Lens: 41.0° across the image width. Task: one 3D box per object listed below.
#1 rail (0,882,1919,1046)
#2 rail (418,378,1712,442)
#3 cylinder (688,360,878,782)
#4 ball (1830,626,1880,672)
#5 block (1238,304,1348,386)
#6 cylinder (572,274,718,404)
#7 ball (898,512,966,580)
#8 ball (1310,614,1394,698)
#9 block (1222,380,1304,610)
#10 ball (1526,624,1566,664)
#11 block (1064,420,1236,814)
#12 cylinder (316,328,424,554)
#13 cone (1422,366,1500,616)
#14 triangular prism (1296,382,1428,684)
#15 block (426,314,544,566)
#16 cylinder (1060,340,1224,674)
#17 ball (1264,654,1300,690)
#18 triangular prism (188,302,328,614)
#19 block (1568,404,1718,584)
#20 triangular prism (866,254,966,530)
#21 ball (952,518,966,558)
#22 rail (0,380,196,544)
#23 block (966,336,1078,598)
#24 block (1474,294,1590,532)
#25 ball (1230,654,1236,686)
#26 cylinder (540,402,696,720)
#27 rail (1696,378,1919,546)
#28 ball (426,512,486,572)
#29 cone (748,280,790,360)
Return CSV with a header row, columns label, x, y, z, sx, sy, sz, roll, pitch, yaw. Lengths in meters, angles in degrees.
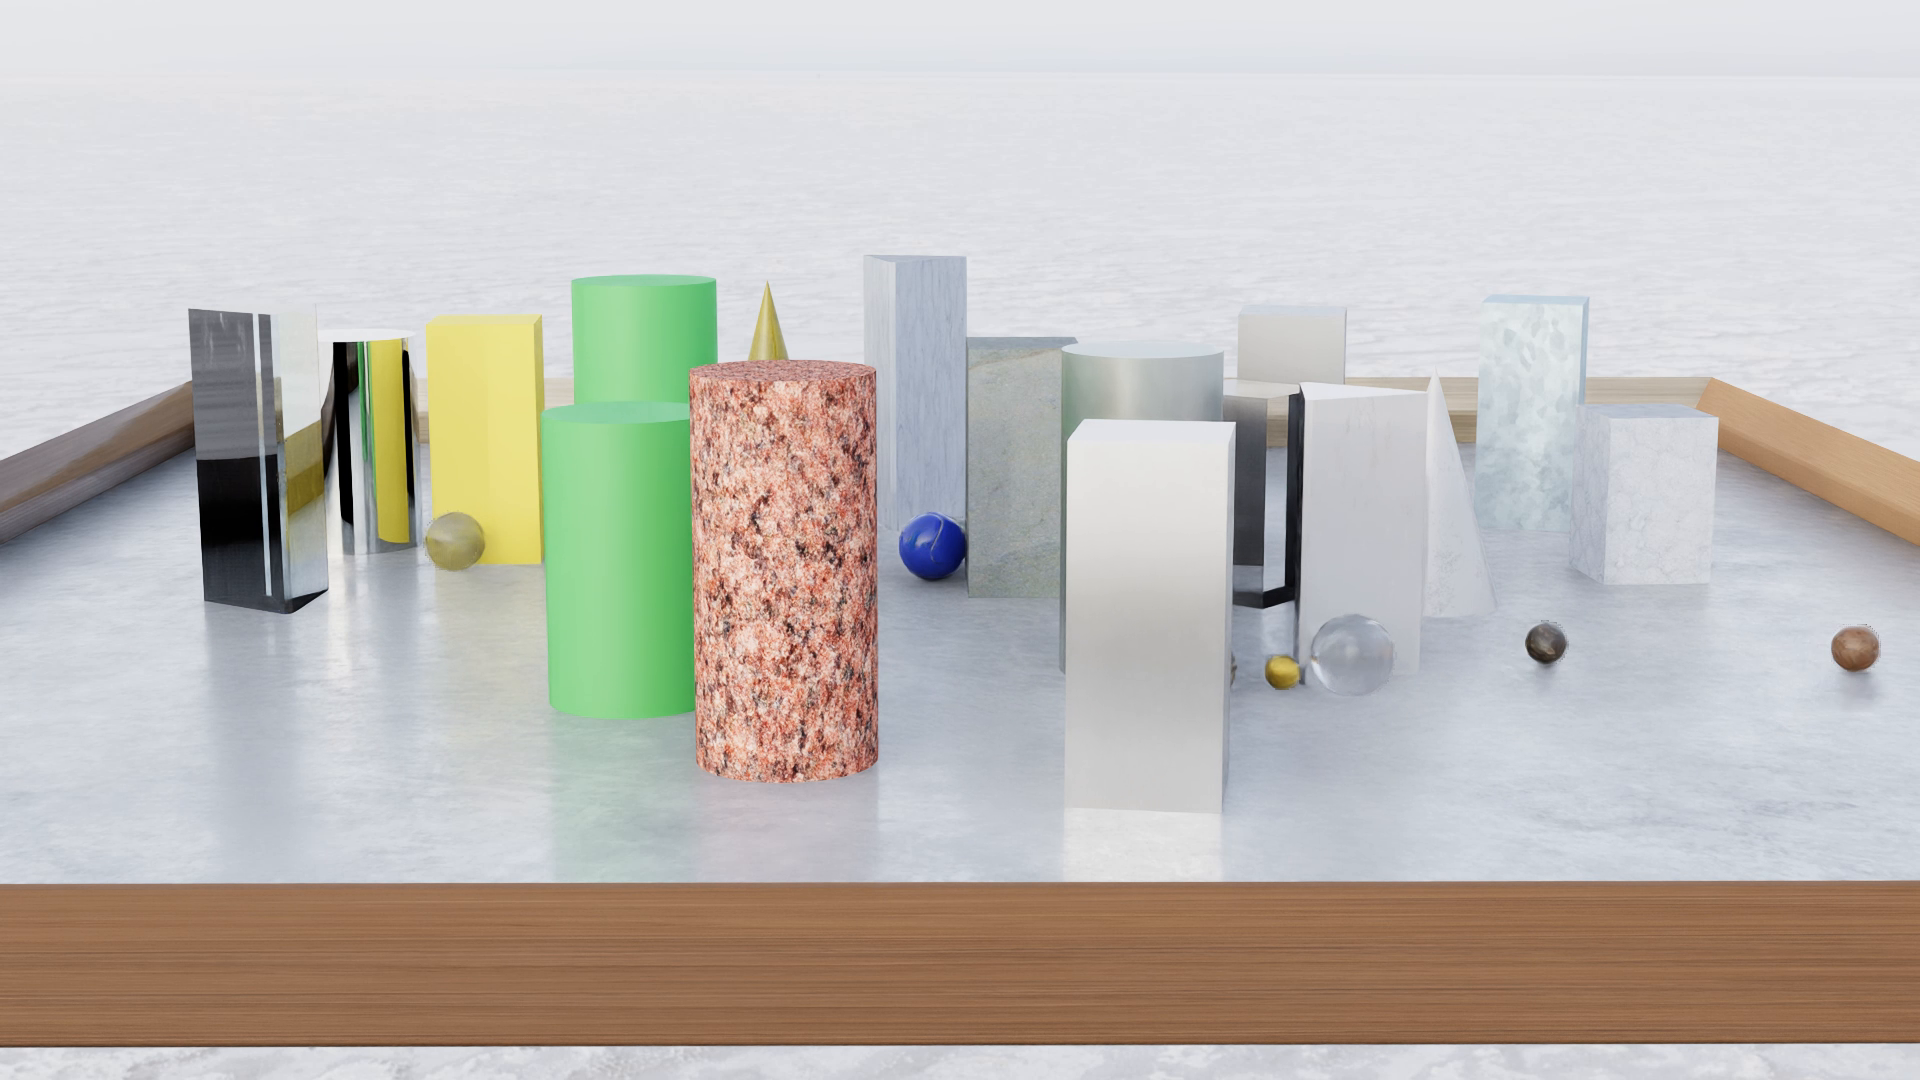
label,x,y,z,sx,sy,sz,roll,pitch,yaw
rail,0.009,0.313,1.938,2.940,0.126,0.045,0,11,0
rail,-0.009,-0.248,4.960,2.940,0.126,0.045,0,11,0
cylinder,-0.183,0.028,2.689,0.193,0.414,0.193,0,11,0
ball,1.086,0.131,3.112,0.056,0.056,0.056,0,11,0
block,0.498,-0.164,3.861,0.155,0.363,0.155,2,11,9
cylinder,-0.423,-0.132,3.476,0.193,0.440,0.193,0,11,0
ball,-0.040,0.008,3.664,0.097,0.097,0.097,0,11,0
ball,0.456,0.134,2.985,0.097,0.097,0.097,0,11,0
block,0.397,-0.067,3.549,0.155,0.287,0.155,8,13,38
ball,0.720,0.127,3.154,0.050,0.050,0.050,0,11,0
block,0.192,0.073,2.575,0.155,0.367,0.155,2,11,8
cylinder,-0.923,-0.153,3.917,0.193,0.321,0.193,0,11,0
cone,0.641,-0.076,3.488,0.193,0.326,0.193,0,11,0
triangular prism,0.452,-0.014,3.115,0.168,0.341,0.145,-5,12,-24
block,-0.702,-0.152,3.823,0.155,0.354,0.155,-1,11,-4
cylinder,0.218,-0.036,3.095,0.193,0.391,0.193,0,11,0
ball,0.379,0.155,3.024,0.041,0.041,0.041,0,11,0
triangular prism,-0.929,-0.118,3.506,0.168,0.402,0.145,7,13,33
block,0.981,-0.068,3.691,0.155,0.237,0.155,-1,11,-5
triangular prism,-0.100,-0.242,4.120,0.145,0.423,0.168,10,14,43
ball,-0.010,0.000,3.796,0.066,0.066,0.066,0,11,0
rail,-1.446,0.034,3.441,0.045,0.126,3.121,0,11,0
block,0.087,-0.104,3.587,0.155,0.345,0.155,0,11,-1
block,0.913,-0.205,4.100,0.155,0.358,0.155,3,11,17
ball,0.282,0.148,2.969,0.076,0.076,0.076,0,11,0
cylinder,-0.380,0.019,2.952,0.193,0.335,0.193,0,11,0
rail,1.446,0.031,3.457,0.045,0.126,3.121,0,11,0
ball,-0.733,0.002,3.726,0.085,0.085,0.085,0,11,0
cone,-0.324,-0.257,4.344,0.193,0.370,0.193,0,11,0
